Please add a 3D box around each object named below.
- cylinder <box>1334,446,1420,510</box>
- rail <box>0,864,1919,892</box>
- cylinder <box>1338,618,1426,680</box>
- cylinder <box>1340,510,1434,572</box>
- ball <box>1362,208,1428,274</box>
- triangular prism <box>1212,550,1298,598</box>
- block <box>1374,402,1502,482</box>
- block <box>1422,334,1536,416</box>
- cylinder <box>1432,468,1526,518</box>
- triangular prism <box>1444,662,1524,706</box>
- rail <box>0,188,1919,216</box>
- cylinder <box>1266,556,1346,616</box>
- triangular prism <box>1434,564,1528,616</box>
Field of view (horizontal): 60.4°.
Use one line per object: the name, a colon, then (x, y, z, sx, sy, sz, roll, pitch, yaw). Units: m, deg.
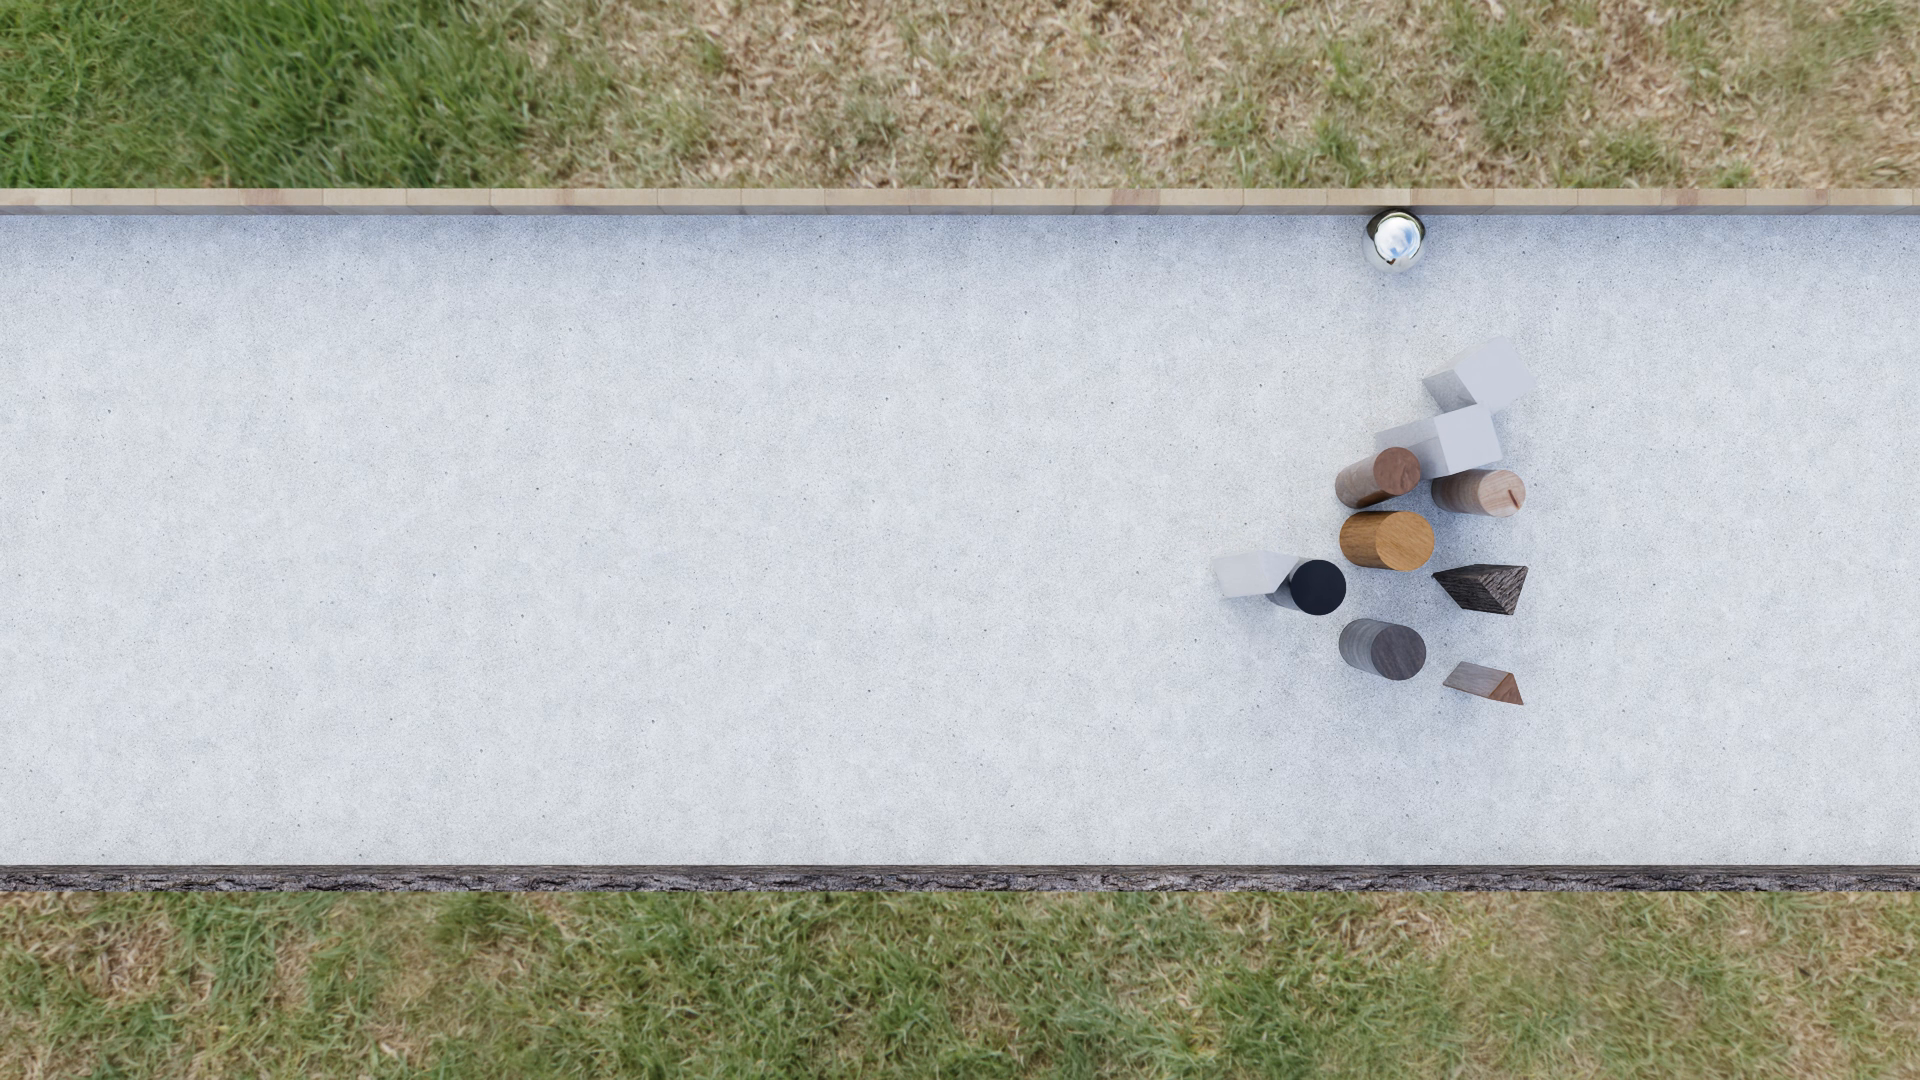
cylinder: (1.233, -0.180, 4.883, 0.139, 0.373, 0.139, 0, 85, -4)
rail: (-2.247, 1.025, 5.001, 12.000, 0.150, 0.050, 0, 90, 0)
cylinder: (1.244, 0.320, 4.878, 0.158, 0.398, 0.158, 0, 90, 0)
cylinder: (1.262, 0.000, 4.894, 0.173, 0.354, 0.173, 0, 91, -4)
ball: (1.311, -0.901, 4.979, 0.195, 0.195, 0.195, 0, 90, 0)
triangular prism: (0.883, 0.084, 4.891, 0.113, 0.355, 0.130, -20, 90, -13)
block: (1.406, -0.279, 4.868, 0.171, 0.391, 0.171, -16, 90, -11)
block: (1.540, -0.471, 4.911, 0.174, 0.331, 0.174, -35, 90, 0)
cylinder: (1.530, -0.143, 4.883, 0.136, 0.374, 0.136, 0, 93, -5)
triangular prism: (1.539, 0.413, 4.849, 0.096, 0.455, 0.083, 11, 90, 0)
rail: (-2.247, -1.025, 5.002, 12.000, 0.150, 0.050, 0, 90, 0)
cylinder: (1.010, 0.131, 4.870, 0.160, 0.408, 0.160, 0, 91, -1)
triangular prism: (1.549, 0.117, 4.855, 0.125, 0.444, 0.144, -42, 90, 0)
